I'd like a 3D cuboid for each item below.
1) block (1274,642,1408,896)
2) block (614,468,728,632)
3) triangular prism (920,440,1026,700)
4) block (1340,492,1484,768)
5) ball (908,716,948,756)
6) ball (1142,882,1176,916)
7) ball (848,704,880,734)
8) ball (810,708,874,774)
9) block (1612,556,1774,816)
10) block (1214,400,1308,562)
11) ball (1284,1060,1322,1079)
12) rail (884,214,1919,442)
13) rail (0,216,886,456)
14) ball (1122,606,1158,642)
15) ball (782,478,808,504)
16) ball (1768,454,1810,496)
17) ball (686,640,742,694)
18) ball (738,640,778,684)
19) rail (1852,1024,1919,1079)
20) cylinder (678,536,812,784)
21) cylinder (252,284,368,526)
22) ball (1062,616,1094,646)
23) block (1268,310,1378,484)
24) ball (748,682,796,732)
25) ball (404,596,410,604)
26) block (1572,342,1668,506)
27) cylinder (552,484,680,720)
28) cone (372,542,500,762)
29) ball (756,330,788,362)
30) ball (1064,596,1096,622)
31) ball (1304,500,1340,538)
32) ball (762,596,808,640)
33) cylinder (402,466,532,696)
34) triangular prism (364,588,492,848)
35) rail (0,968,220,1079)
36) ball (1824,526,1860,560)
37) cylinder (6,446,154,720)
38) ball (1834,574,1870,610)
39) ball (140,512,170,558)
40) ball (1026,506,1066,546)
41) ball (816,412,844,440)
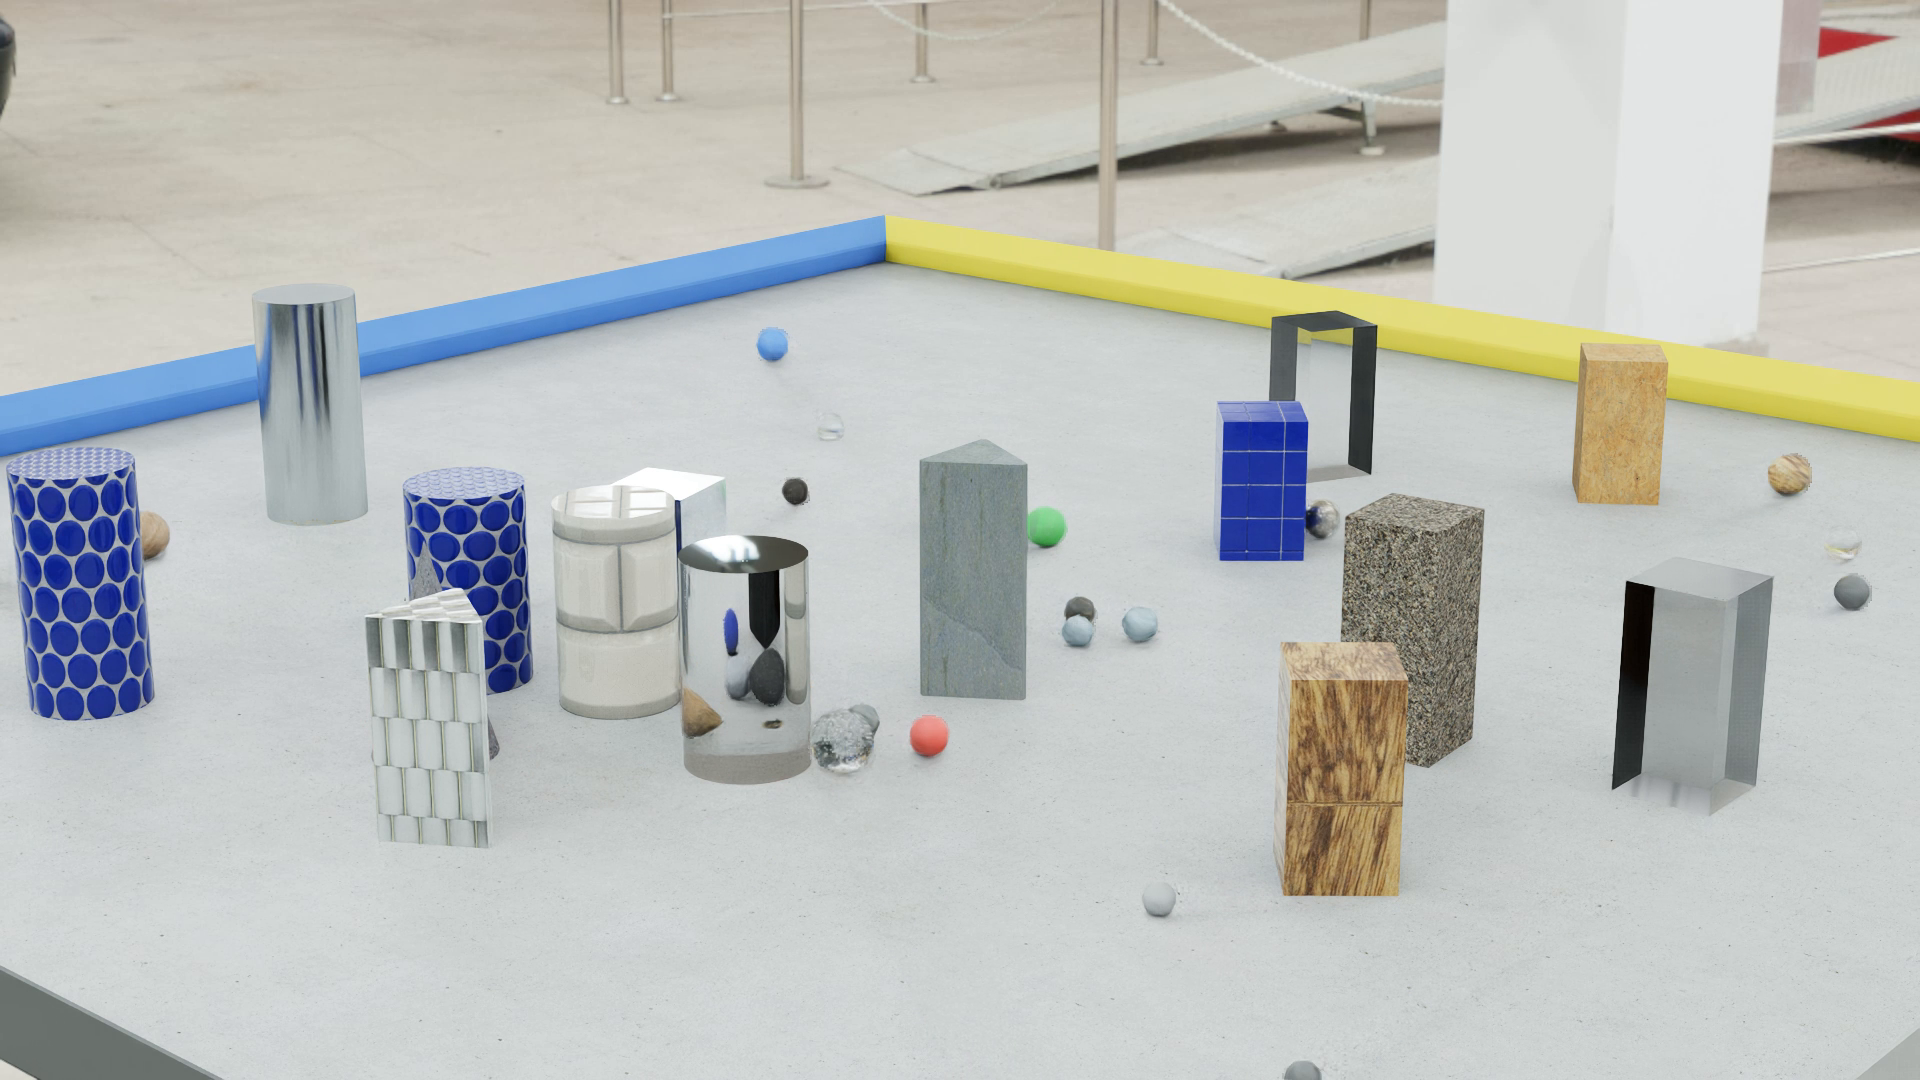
[{"bbox_3d":[0.505,0.304,3.909,0.152,0.303,0.152,0,17,1],"label":"block"},{"bbox_3d":[-0.496,0.023,4.941,0.152,0.245,0.152,8,18,24],"label":"block"},{"bbox_3d":[0.029,0.044,4.632,0.165,0.383,0.143,2,17,7],"label":"triangular prism"},{"bbox_3d":[0.671,0.133,4.374,0.152,0.362,0.152,11,20,33],"label":"block"},{"bbox_3d":[-0.047,0.293,4.369,0.059,0.059,0.059,0,17,0],"label":"ball"},{"bbox_3d":[0.259,0.467,3.818,0.044,0.044,0.044,0,17,0],"label":"ball"},{"bbox_3d":[-0.149,0.275,4.436,0.055,0.055,0.055,0,17,0],"label":"ball"},{"bbox_3d":[-0.173,0.295,4.299,0.095,0.095,0.095,0,17,0],"label":"ball"},{"bbox_3d":[1.049,0.207,4.202,0.152,0.319,0.152,14,21,38],"label":"block"},{"bbox_3d":[0.547,-0.109,5.349,0.152,0.260,0.152,0,17,0],"label":"block"},{"bbox_3d":[0.391,0.613,3.337,0.042,0.042,0.042,0,17,0],"label":"ball"},{"bbox_3d":[1.352,-0.419,6.611,4.156,0.123,0.045,14,22,39],"label":"rail"},{"bbox_3d":[-1.551,-0.359,6.410,0.045,0.123,4.170,14,22,39],"label":"rail"},{"bbox_3d":[0.300,0.139,4.875,0.060,0.060,0.060,0,17,0],"label":"ball"},{"bbox_3d":[-0.318,-0.095,5.666,0.051,0.051,0.051,0,17,0],"label":"ball"},{"bbox_3d":[1.618,-0.127,5.724,0.080,0.080,0.080,0,17,0],"label":"ball"},{"bbox_3d":[-0.389,0.200,4.628,0.087,0.087,0.087,0,17,0],"label":"ball"},{"bbox_3d":[-0.325,0.195,4.675,0.069,0.069,0.069,0,17,0],"label":"ball"},{"bbox_3d":[1.551,0.420,3.831,0.045,0.123,4.170,14,22,39],"label":"rail"},{"bbox_3d":[-0.315,0.174,4.306,0.190,0.322,0.190,0,17,0],"label":"cylinder"},{"bbox_3d":[-1.230,-0.258,5.556,0.190,0.426,0.190,0,17,0],"label":"cylinder"},{"bbox_3d":[0.195,0.151,4.851,0.052,0.052,0.052,0,17,0],"label":"ball"},{"bbox_3d":[0.723,-0.288,5.863,0.152,0.307,0.152,-8,18,-24],"label":"block"},{"bbox_3d":[-0.286,0.255,4.467,0.075,0.075,0.075,0,17,0],"label":"ball"},{"bbox_3d":[-0.898,0.119,4.922,0.072,0.072,0.072,0,17,0],"label":"ball"},{"bbox_3d":[1.282,-0.227,5.700,0.152,0.283,0.152,2,17,7],"label":"block"},{"bbox_3d":[-0.534,0.095,4.565,0.190,0.323,0.190,0,17,0],"label":"cylinder"},{"bbox_3d":[-0.785,0.158,4.342,0.190,0.332,0.190,0,17,0],"label":"cone"},{"bbox_3d":[-0.435,-0.452,6.809,0.074,0.074,0.074,0,17,0],"label":"ball"},{"bbox_3d":[0.202,0.122,4.946,0.053,0.053,0.053,0,17,0],"label":"ball"},{"bbox_3d":[0.671,-0.040,5.448,0.072,0.072,0.072,0,17,0],"label":"ball"},{"bbox_3d":[-0.291,0.130,4.881,0.074,0.074,0.074,0,17,0],"label":"ball"},{"bbox_3d":[-0.782,0.065,4.666,0.190,0.324,0.190,0,17,0],"label":"cylinder"},{"bbox_3d":[-0.713,0.243,4.071,0.165,0.326,0.143,3,17,10],"label":"triangular prism"},{"bbox_3d":[-1.352,0.481,3.630,4.156,0.123,0.045,14,22,39],"label":"rail"},{"bbox_3d":[1.598,0.006,5.312,0.063,0.063,0.063,0,17,0],"label":"ball"},{"bbox_3d":[-1.364,0.066,4.553,0.190,0.386,0.190,0,17,0],"label":"cylinder"},{"bbox_3d":[1.534,0.089,5.042,0.059,0.059,0.059,0,17,0],"label":"ball"},{"bbox_3d":[-1.478,-0.009,5.321,0.087,0.087,0.087,0,17,0],"label":"ball"},{"bbox_3d":[0.157,-0.025,5.395,0.074,0.074,0.074,0,17,0],"label":"ball"},{"bbox_3d":[-0.272,-0.237,6.121,0.060,0.060,0.060,0,17,0],"label":"ball"}]
